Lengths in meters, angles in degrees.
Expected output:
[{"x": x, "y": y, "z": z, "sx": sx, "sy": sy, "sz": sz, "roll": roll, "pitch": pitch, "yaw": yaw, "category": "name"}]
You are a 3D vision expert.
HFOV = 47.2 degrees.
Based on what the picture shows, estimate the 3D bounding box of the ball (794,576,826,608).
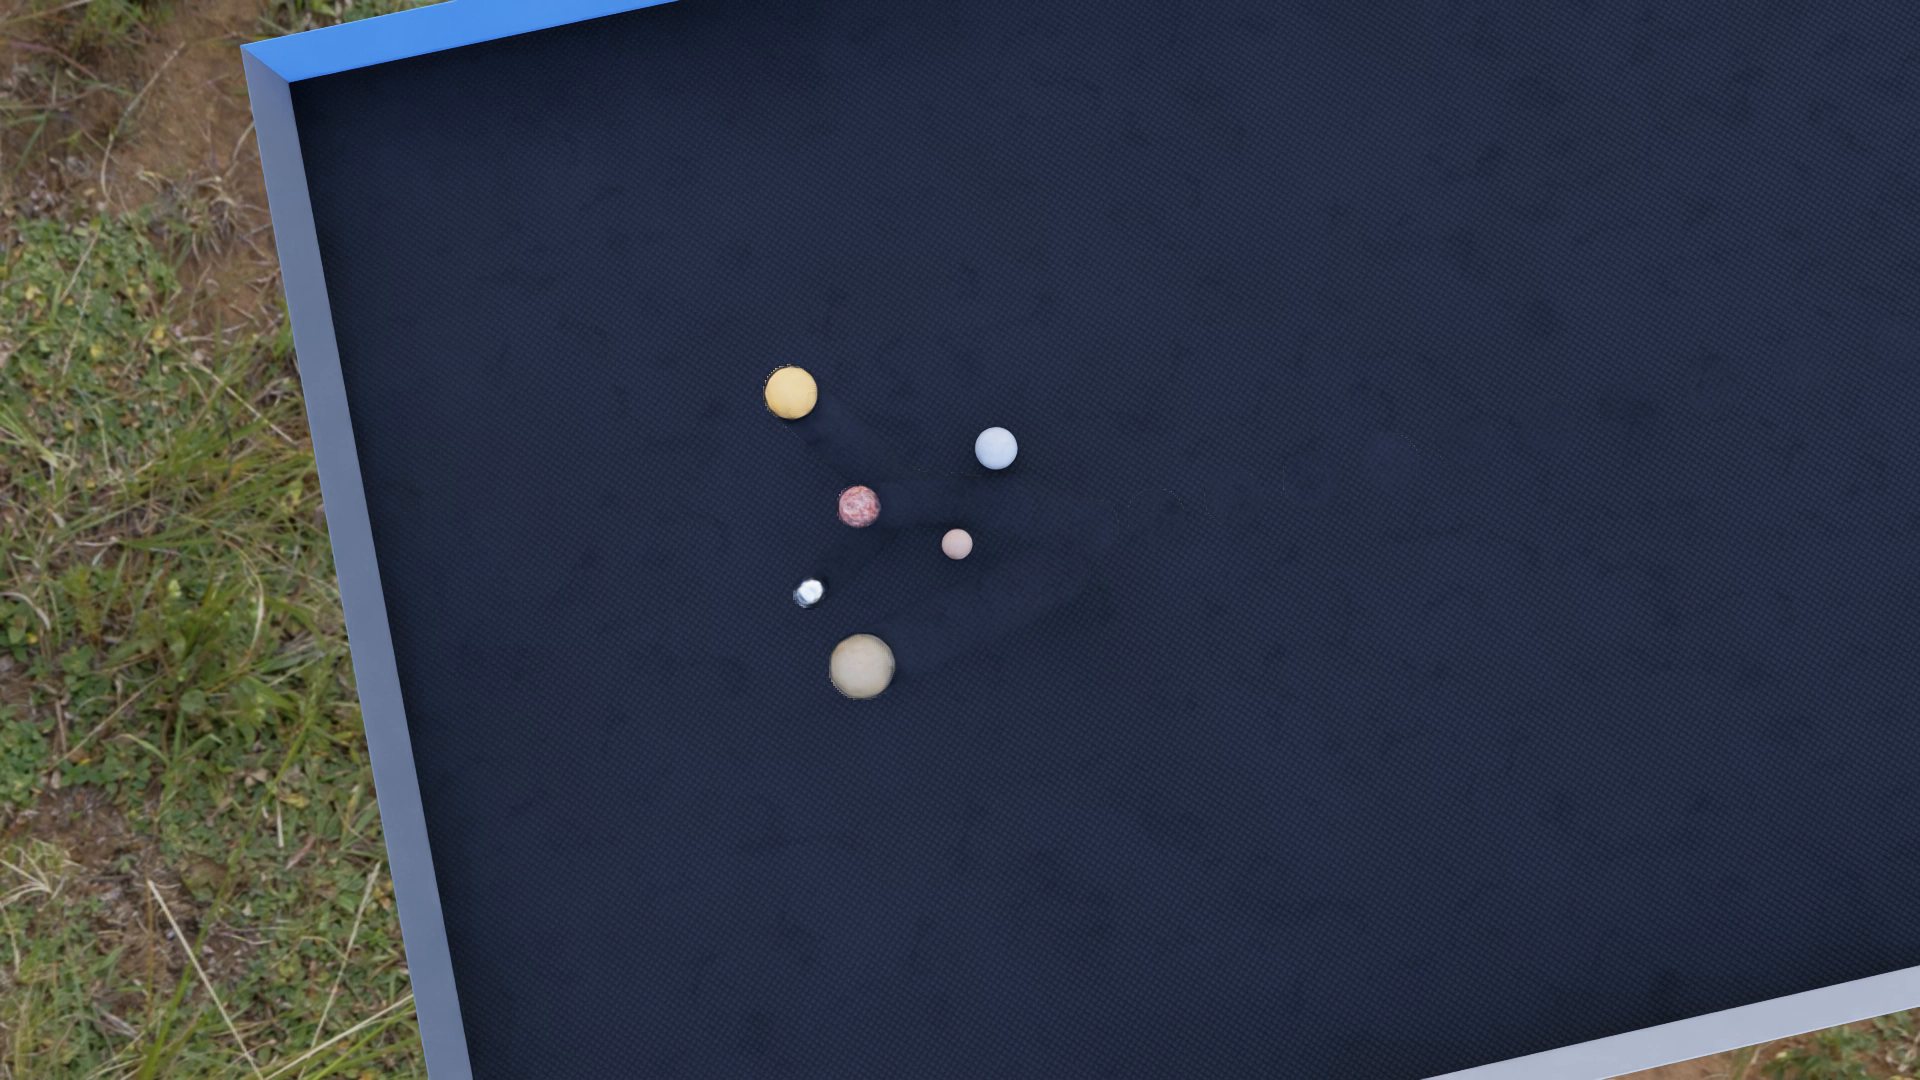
[{"x": -0.222, "y": 0.076, "z": 3.268, "sx": 0.048, "sy": 0.048, "sz": 0.048, "roll": 0, "pitch": 82, "yaw": 0, "category": "ball"}]

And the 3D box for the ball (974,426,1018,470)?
[{"x": 0.054, "y": -0.137, "z": 3.292, "sx": 0.064, "sy": 0.064, "sz": 0.064, "roll": 0, "pitch": 82, "yaw": 0, "category": "ball"}]

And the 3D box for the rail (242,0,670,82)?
[{"x": 0.670, "y": -1.091, "z": 3.400, "sx": 3.568, "sy": 0.124, "sz": 0.045, "roll": -12, "pitch": 82, "yaw": -2, "category": "rail"}]

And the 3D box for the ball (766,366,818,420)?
[{"x": -0.252, "y": -0.220, "z": 3.296, "sx": 0.078, "sy": 0.078, "sz": 0.078, "roll": 0, "pitch": 82, "yaw": 0, "category": "ball"}]

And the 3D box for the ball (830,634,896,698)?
[{"x": -0.143, "y": 0.184, "z": 3.229, "sx": 0.095, "sy": 0.095, "sz": 0.095, "roll": 0, "pitch": 82, "yaw": 0, "category": "ball"}]

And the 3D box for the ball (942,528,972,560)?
[{"x": -0.004, "y": 0.006, "z": 3.280, "sx": 0.046, "sy": 0.046, "sz": 0.046, "roll": 0, "pitch": 82, "yaw": 0, "category": "ball"}]

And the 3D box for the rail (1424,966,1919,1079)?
[{"x": 1.072, "y": 0.699, "z": 3.138, "sx": 3.568, "sy": 0.124, "sz": 0.045, "roll": -12, "pitch": 82, "yaw": -2, "category": "rail"}]

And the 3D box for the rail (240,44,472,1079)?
[{"x": -0.848, "y": 0.182, "z": 3.214, "sx": 0.045, "sy": 0.124, "sz": 1.901, "roll": -12, "pitch": 82, "yaw": -2, "category": "rail"}]

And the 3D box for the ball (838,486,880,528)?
[{"x": -0.150, "y": -0.050, "z": 3.280, "sx": 0.062, "sy": 0.062, "sz": 0.062, "roll": 0, "pitch": 82, "yaw": 0, "category": "ball"}]
